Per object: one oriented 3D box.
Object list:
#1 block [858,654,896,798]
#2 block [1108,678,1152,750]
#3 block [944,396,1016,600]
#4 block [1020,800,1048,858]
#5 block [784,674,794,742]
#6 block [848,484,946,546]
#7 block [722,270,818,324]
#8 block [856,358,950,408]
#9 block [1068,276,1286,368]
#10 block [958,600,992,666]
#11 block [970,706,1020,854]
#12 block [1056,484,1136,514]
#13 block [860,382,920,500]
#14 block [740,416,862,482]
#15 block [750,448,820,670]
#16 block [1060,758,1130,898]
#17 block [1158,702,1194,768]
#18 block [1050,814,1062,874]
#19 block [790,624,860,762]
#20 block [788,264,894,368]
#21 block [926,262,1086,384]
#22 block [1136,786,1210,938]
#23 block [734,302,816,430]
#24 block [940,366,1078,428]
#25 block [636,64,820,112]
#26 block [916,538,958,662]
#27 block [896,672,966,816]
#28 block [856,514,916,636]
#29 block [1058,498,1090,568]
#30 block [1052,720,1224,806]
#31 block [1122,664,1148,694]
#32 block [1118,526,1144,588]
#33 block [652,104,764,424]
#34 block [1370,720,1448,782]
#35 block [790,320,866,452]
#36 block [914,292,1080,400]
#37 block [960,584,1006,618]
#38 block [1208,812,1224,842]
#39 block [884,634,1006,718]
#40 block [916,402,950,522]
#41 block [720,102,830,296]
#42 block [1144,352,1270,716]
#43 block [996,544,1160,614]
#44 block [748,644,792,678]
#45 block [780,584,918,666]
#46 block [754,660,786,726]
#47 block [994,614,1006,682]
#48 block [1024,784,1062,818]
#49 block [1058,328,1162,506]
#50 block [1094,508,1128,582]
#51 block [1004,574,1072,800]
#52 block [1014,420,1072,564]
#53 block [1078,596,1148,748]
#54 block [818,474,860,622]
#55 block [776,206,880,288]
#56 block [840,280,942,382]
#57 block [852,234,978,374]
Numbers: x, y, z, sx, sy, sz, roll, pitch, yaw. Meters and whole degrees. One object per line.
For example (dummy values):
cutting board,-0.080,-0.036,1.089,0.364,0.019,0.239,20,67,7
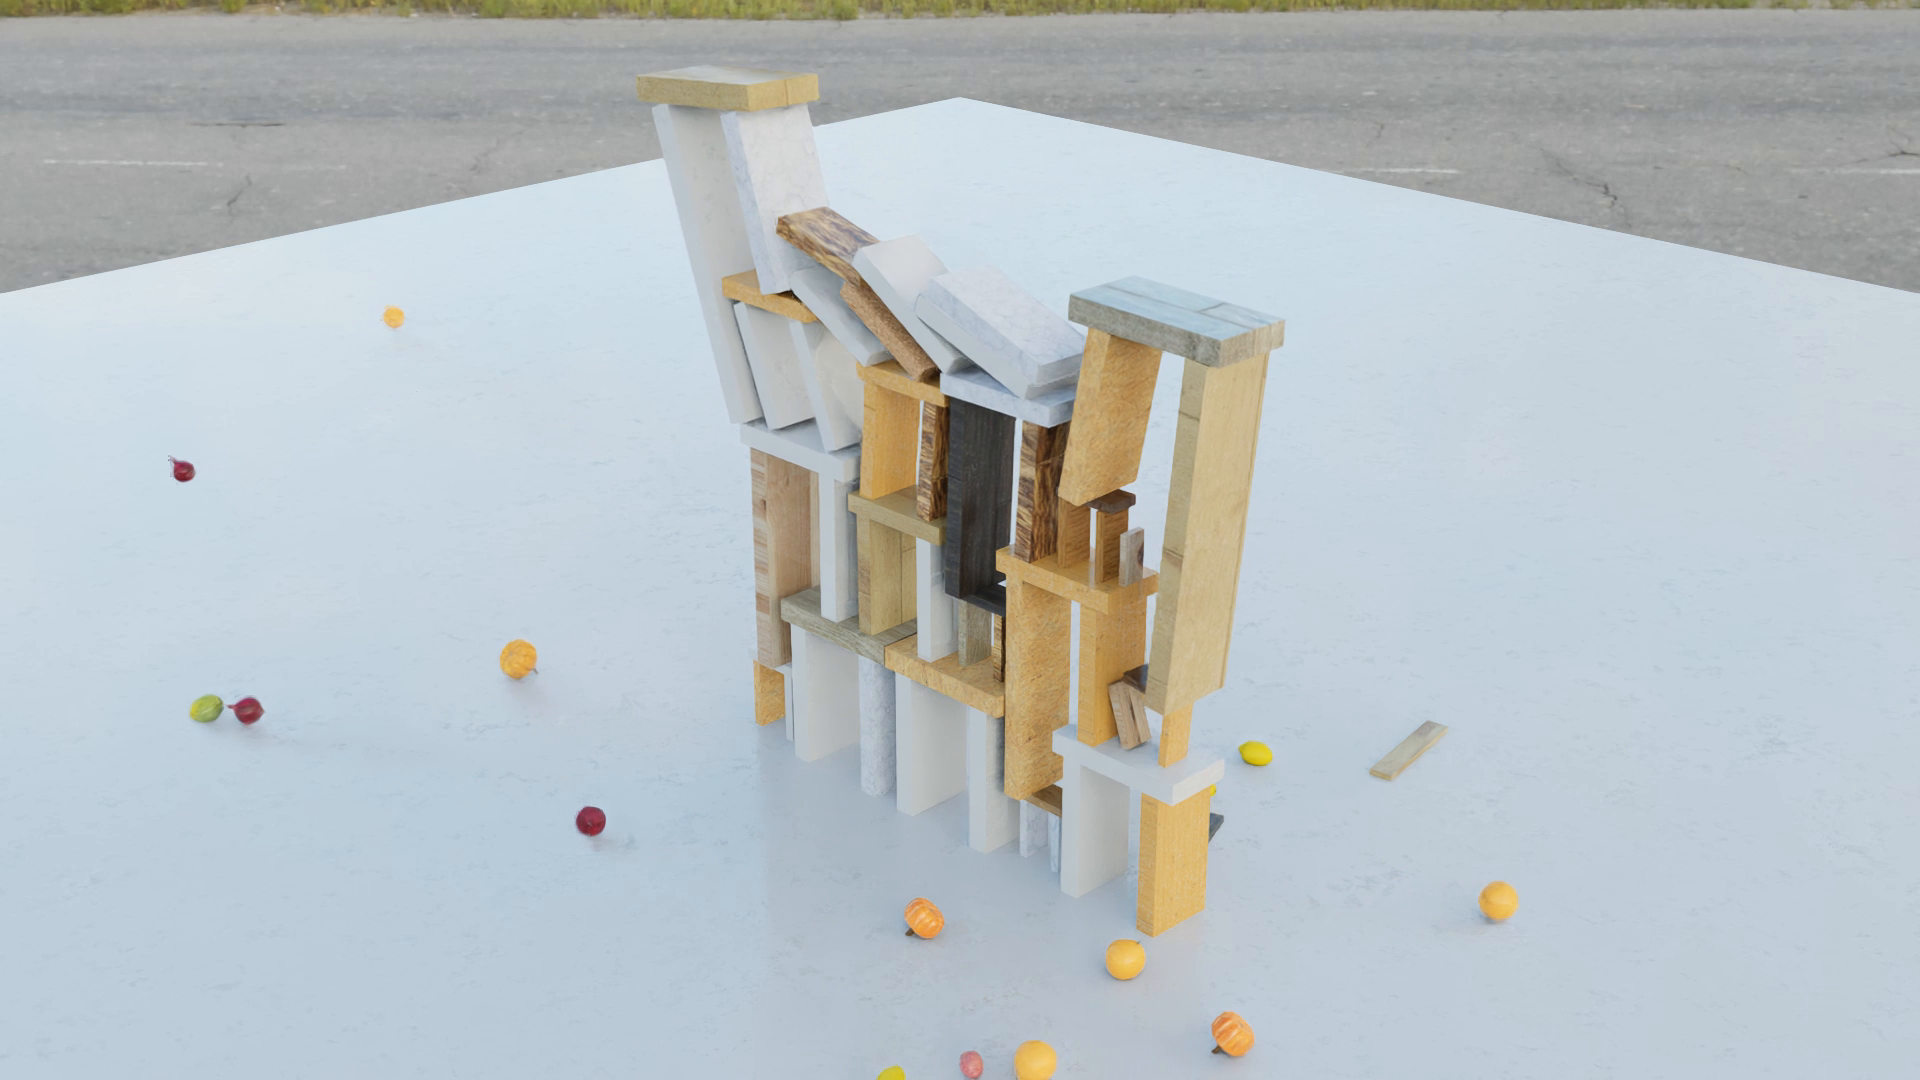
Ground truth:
block,-0.133,0.358,4.519,0.044,0.311,0.156,21,31,41
block,0.310,0.313,4.019,0.062,0.123,0.017,-21,11,-40
block,0.038,-0.094,4.145,0.136,0.401,0.039,-21,33,-40
block,0.145,0.552,4.299,0.018,0.126,0.063,21,31,41
block,-0.340,0.350,4.737,0.022,0.155,0.077,21,31,41
block,-0.085,-0.058,4.290,0.254,0.036,0.127,21,31,40
block,-0.341,-0.492,4.387,0.131,0.037,0.262,-21,31,-40
block,-0.071,-0.310,4.177,0.239,0.034,0.120,21,31,41
block,0.359,-0.368,3.674,0.166,0.047,0.331,-21,32,-40
block,0.030,0.169,4.272,0.020,0.142,0.071,21,31,40
block,0.089,0.446,4.313,0.044,0.310,0.155,21,31,41
block,0.242,-0.081,3.931,0.133,0.019,0.067,21,31,39
block,-0.135,-0.208,4.289,0.034,0.239,0.120,27,34,38
block,-0.284,-0.198,4.456,0.157,0.044,0.314,-21,31,-41
block,-0.359,0.020,4.629,0.157,0.493,0.044,-21,31,-41
block,0.258,0.520,4.164,0.145,0.290,0.041,-21,31,-40
block,0.387,0.343,3.947,0.062,0.123,0.017,-21,36,-40
block,0.205,0.575,4.244,0.063,0.126,0.018,-21,31,-41
block,-0.280,0.300,4.654,0.044,0.311,0.156,21,31,41
block,-0.208,-0.439,4.252,0.123,0.035,0.247,-21,59,-40
block,0.093,-0.393,3.965,0.148,0.042,0.297,-20,49,-40
block,0.393,0.572,4.041,0.145,0.290,0.041,-20,30,-39
block,-0.363,-0.367,4.468,0.131,0.262,0.037,-21,9,-41
block,0.108,-0.270,3.994,0.272,0.039,0.136,21,31,41
block,-0.463,-0.895,4.351,0.177,0.050,0.354,-20,25,-41
block,-0.025,0.100,4.292,0.036,0.255,0.127,21,31,41
block,-0.057,0.389,4.448,0.044,0.310,0.155,21,31,41
block,-0.145,0.053,4.402,0.036,0.254,0.127,21,31,41
block,0.207,-0.021,3.985,0.019,0.133,0.067,20,30,41
block,0.326,0.394,4.037,0.290,0.041,0.145,21,31,41
block,0.357,0.262,3.946,0.062,0.017,0.123,-18,34,-37
block,0.305,0.030,3.910,0.049,0.098,0.014,-21,31,-41
block,-0.466,-0.576,4.493,0.050,0.653,0.177,-4,13,45
block,0.958,0.448,4.688,0.049,0.014,0.273,16,28,33
block,-0.242,-0.319,4.355,0.131,0.262,0.037,-21,9,-41
block,0.072,-0.367,3.994,0.149,0.042,0.297,-21,50,-40
block,0.061,0.108,4.208,0.071,0.020,0.142,-21,31,-40
block,0.488,0.573,4.391,0.049,0.014,0.098,10,25,23
block,0.016,0.254,4.311,0.310,0.044,0.155,21,31,41
block,-0.022,-0.164,4.186,0.120,0.239,0.034,-21,36,-41
block,-0.346,-0.674,4.316,0.177,0.354,0.050,-21,13,-40
block,0.419,-0.017,3.756,0.166,0.658,0.047,-21,36,-40
block,0.213,0.056,4.023,0.138,0.039,0.276,-21,31,-41
block,-0.376,0.255,4.736,0.077,0.022,0.155,-21,31,-41
block,-0.207,0.165,4.517,0.311,0.044,0.156,21,31,41
block,-0.413,0.322,4.805,0.077,0.155,0.022,-21,31,-41
block,0.096,0.195,4.210,0.020,0.142,0.071,21,31,41
block,0.175,0.497,4.244,0.126,0.018,0.063,21,31,40
block,0.268,-0.235,3.842,0.047,0.331,0.166,31,36,33
block,0.271,0.004,3.927,0.067,0.133,0.019,-21,31,-40
block,0.148,0.262,4.181,0.039,0.463,0.138,21,31,41
block,0.167,-0.105,4.002,0.136,0.272,0.039,-21,35,-41
block,0.278,0.228,4.023,0.138,0.276,0.039,-21,31,-40
block,-0.210,-0.004,4.458,0.044,0.314,0.157,22,31,40
block,-0.227,-0.565,4.235,0.123,0.035,0.247,-21,45,-40
block,-0.105,-0.408,4.164,0.123,0.035,0.247,-22,62,-41
block,-0.055,-0.443,4.104,0.148,0.042,0.297,-21,63,-40
